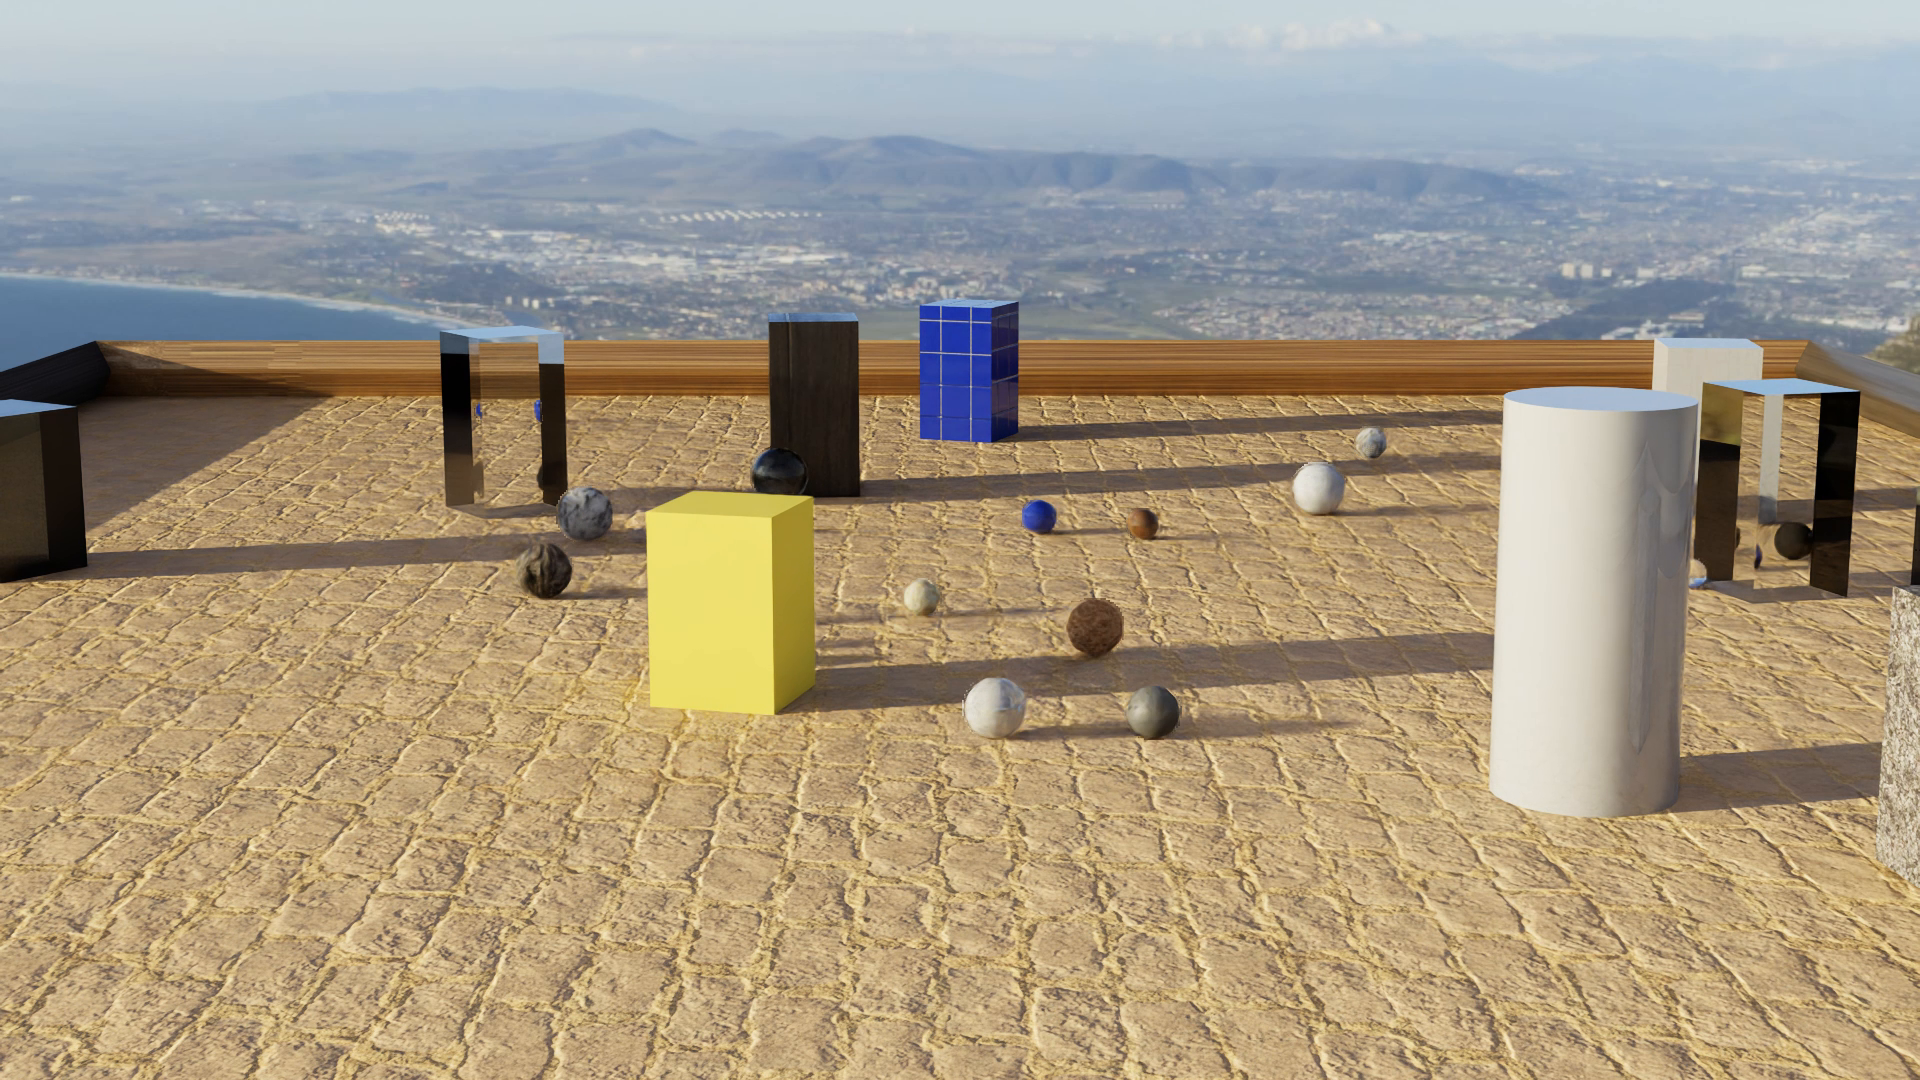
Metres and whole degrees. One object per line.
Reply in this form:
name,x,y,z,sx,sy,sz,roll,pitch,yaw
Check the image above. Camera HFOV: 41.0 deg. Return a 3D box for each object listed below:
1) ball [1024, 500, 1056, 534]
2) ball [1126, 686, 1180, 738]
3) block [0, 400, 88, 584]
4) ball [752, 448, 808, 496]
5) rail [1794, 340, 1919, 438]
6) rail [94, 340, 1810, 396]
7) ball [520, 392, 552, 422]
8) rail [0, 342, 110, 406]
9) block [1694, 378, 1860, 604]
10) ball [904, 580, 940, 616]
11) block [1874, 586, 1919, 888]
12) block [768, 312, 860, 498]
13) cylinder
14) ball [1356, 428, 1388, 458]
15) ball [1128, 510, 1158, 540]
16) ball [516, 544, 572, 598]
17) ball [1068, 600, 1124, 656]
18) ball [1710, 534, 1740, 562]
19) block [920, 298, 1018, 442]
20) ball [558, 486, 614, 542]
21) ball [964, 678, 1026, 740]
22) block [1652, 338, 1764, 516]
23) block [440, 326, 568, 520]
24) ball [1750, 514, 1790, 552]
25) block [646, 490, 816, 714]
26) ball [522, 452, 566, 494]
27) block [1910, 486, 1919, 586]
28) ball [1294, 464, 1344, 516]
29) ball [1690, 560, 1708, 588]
ball,0.125,-0.036,3.999,0.052,0.052,0.052,0,11,0
ball,0.210,0.187,2.791,0.057,0.057,0.057,0,11,0
block,-1.376,-0.073,3.700,0.149,0.235,0.149,7,13,32
ball,-0.299,-0.107,4.270,0.093,0.093,0.093,0,11,0
rail,1.859,0.029,3.460,0.045,0.121,4.462,0,11,0
rail,-0.013,-0.374,5.619,3.766,0.121,0.045,0,11,0
ball,-0.863,-0.271,5.231,0.063,0.063,0.063,0,11,0
rail,-1.859,0.033,3.439,0.045,0.121,4.462,0,11,0
block,1.127,-0.071,3.550,0.149,0.286,0.149,-3,11,-16
ball,-0.051,0.077,3.408,0.047,0.047,0.047,0,11,0
block,0.928,0.180,2.286,0.149,0.258,0.149,-1,11,-6
block,-0.250,-0.232,4.378,0.149,0.298,0.149,-1,11,-5
cylinder,0.629,0.057,2.556,0.186,0.400,0.186,0,11,0
ball,0.764,-0.181,4.760,0.058,0.058,0.058,0,11,0
ball,0.283,-0.024,3.952,0.047,0.047,0.047,0,11,0
ball,-0.571,0.042,3.519,0.076,0.076,0.076,0,11,0
ball,0.168,0.108,3.180,0.070,0.070,0.070,0,11,0
ball,1.124,0.012,3.772,0.041,0.041,0.041,0,11,0
block,0.019,-0.333,5.024,0.149,0.261,0.149,4,11,21
ball,-0.574,-0.040,3.934,0.084,0.084,0.084,0,11,0
ball,0.039,0.183,2.790,0.067,0.067,0.067,0,11,0
block,1.219,-0.187,4.205,0.149,0.273,0.149,1,11,7
block,-0.747,-0.195,4.203,0.149,0.292,0.149,-7,13,-35
ball,1.215,-0.010,3.847,0.057,0.057,0.057,0,11,0
block,-0.262,0.070,2.963,0.149,0.226,0.149,3,11,15
ball,-0.707,-0.113,4.356,0.074,0.074,0.074,0,11,0
block,1.246,0.052,3.059,0.149,0.225,0.149,-5,12,-26
ball,0.583,-0.082,4.163,0.083,0.083,0.083,0,11,0
ball,1.024,0.047,3.587,0.040,0.040,0.040,0,11,0
